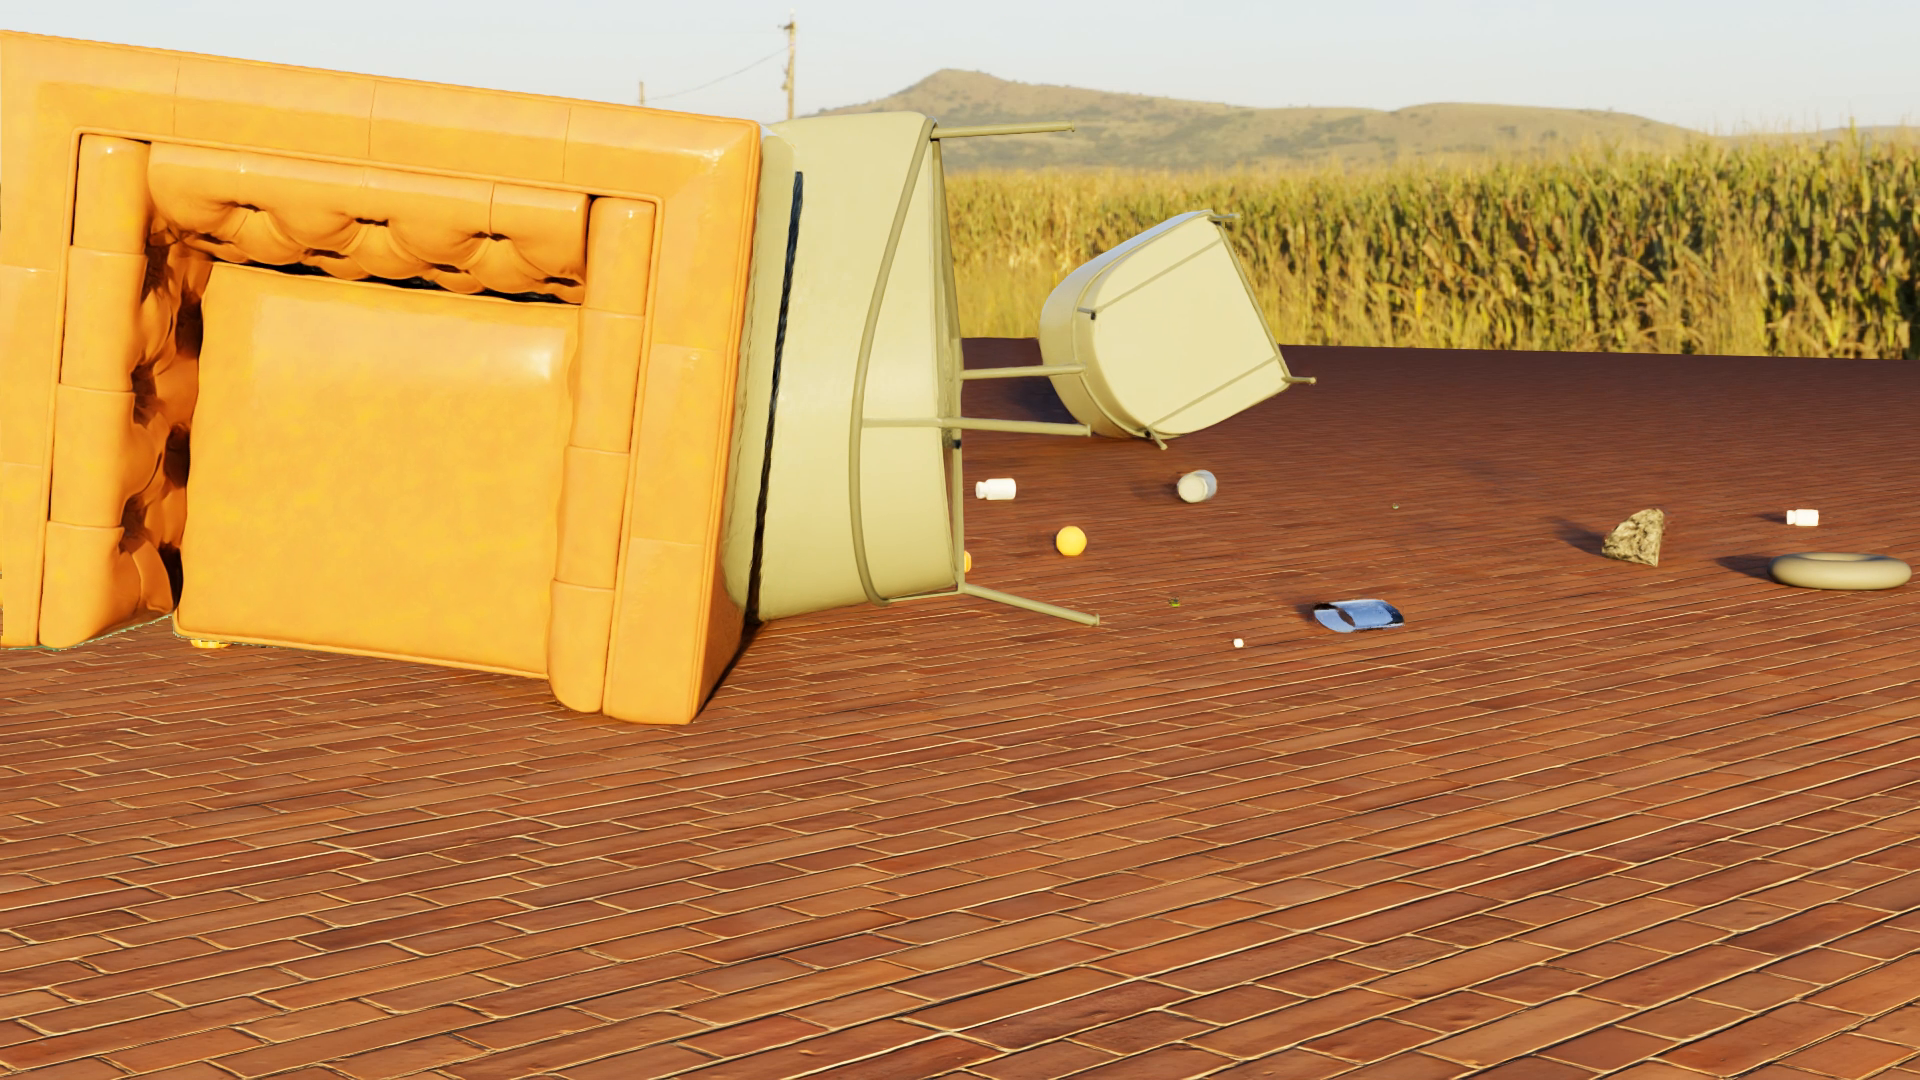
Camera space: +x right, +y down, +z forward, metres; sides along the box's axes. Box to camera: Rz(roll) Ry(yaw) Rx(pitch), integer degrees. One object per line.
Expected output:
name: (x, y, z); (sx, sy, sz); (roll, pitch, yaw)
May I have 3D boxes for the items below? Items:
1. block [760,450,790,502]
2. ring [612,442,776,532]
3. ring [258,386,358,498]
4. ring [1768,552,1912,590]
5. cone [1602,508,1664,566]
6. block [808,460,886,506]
block: (-0.630, -0.187, 7.565); (0.174, 0.136, 0.262); (2, 6, 19)
ring: (-0.697, -0.139, 6.725); (0.441, 0.105, 0.373); (-13, 30, -8)
ring: (-1.958, -0.292, 7.712); (0.235, 0.405, 0.105); (35, -26, -14)
ring: (1.875, 0.066, 5.473); (0.295, 0.062, 0.275); (2, 6, 28)
cone: (1.573, 0.023, 5.894); (0.167, 0.088, 0.163); (-39, 25, 14)
block: (-0.330, -0.167, 7.486); (0.173, 0.112, 0.213); (1, 6, 14)
